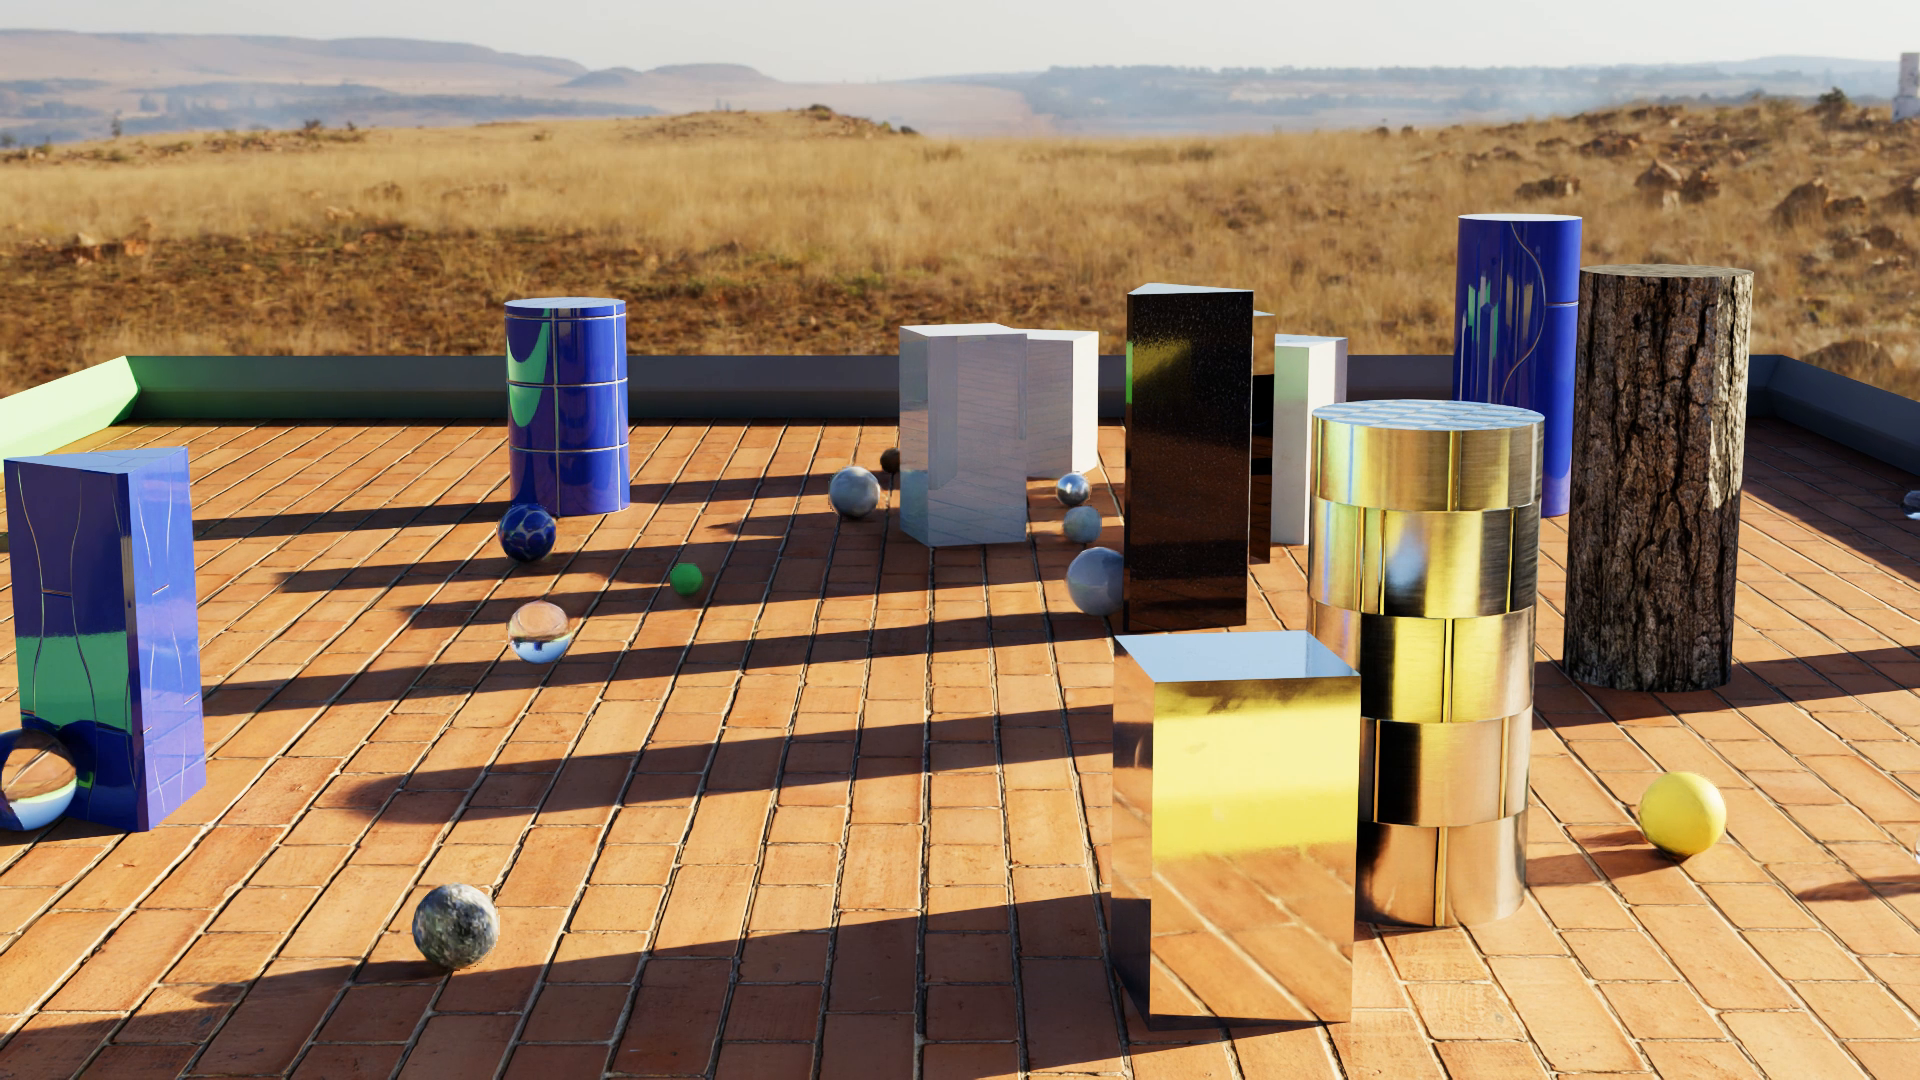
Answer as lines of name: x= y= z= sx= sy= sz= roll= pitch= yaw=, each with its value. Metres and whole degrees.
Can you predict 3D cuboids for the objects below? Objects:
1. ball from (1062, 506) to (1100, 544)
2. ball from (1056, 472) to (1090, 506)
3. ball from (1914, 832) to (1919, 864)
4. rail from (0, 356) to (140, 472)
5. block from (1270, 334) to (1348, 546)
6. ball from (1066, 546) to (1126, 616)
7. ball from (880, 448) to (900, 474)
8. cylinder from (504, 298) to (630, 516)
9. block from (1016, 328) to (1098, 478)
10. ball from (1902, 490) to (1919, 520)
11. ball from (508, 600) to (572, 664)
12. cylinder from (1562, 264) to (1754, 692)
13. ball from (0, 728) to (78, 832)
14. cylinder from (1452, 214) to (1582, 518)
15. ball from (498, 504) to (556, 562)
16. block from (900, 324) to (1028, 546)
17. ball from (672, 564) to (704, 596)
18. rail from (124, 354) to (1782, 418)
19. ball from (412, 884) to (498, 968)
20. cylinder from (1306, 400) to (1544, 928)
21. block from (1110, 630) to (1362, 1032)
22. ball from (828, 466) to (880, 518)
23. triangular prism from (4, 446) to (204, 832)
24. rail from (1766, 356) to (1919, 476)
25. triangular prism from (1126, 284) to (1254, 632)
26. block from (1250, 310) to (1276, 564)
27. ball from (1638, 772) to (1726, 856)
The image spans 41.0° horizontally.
ball: x=0.187 y=-0.024 z=3.958 sx=0.058 sy=0.058 sz=0.058 roll=0 pitch=10 yaw=0
ball: x=0.189 y=-0.085 z=4.291 sx=0.056 sy=0.056 sz=0.056 roll=0 pitch=10 yaw=0
ball: x=0.893 y=0.280 z=2.322 sx=0.055 sy=0.055 sz=0.055 roll=0 pitch=10 yaw=0
rail: x=-1.708 y=0.035 z=3.439 sx=0.045 sy=0.129 sz=3.903 roll=0 pitch=10 yaw=0
block: x=0.500 y=-0.162 z=4.022 sx=0.158 sy=0.305 sz=0.158 roll=6 pitch=12 yaw=29
ball: x=0.187 y=0.055 z=3.435 sx=0.092 sy=0.092 sz=0.092 roll=0 pitch=10 yaw=0
ball: x=-0.120 y=-0.143 z=4.631 sx=0.047 sy=0.047 sz=0.047 roll=0 pitch=10 yaw=0
cylinder: x=-0.651 y=-0.223 z=4.256 sx=0.198 sy=0.341 sz=0.198 roll=0 pitch=10 yaw=0
block: x=0.151 y=-0.249 z=4.650 sx=0.158 sy=0.248 sz=0.158 roll=4 pitch=11 yaw=19
ball: x=1.553 y=-0.056 z=4.159 sx=0.048 sy=0.048 sz=0.048 roll=0 pitch=10 yaw=0
ball: x=-0.517 y=0.114 z=3.159 sx=0.078 sy=0.078 sz=0.078 roll=0 pitch=10 yaw=0
cylinder: x=0.832 y=-0.078 z=3.070 sx=0.198 sy=0.488 sz=0.198 roll=0 pitch=10 yaw=0
ball: x=-0.902 y=0.230 z=2.469 sx=0.099 sy=0.099 sz=0.099 roll=0 pitch=10 yaw=0
cylinder: x=0.912 y=-0.288 z=4.220 sx=0.198 sy=0.482 sz=0.198 roll=0 pitch=10 yaw=0
ball: x=-0.642 y=-0.010 z=3.806 sx=0.086 sy=0.086 sz=0.086 roll=0 pitch=10 yaw=0
block: x=0.004 y=-0.166 z=3.998 sx=0.158 sy=0.323 sz=0.158 roll=-3 pitch=11 yaw=-17
ball: x=-0.379 y=0.056 z=3.563 sx=0.044 sy=0.044 sz=0.044 roll=0 pitch=10 yaw=0
rail: x=-0.011 y=-0.318 z=5.344 sx=3.463 sy=0.129 sz=0.045 roll=0 pitch=10 yaw=0
ball: x=-0.413 y=0.315 z=2.096 sx=0.069 sy=0.069 sz=0.069 roll=0 pitch=10 yaw=0
cylinder: x=0.403 y=0.103 z=2.252 sx=0.198 sy=0.429 sz=0.198 roll=0 pitch=10 yaw=0
block: x=0.213 y=0.224 z=2.021 sx=0.158 sy=0.274 sz=0.158 roll=-1 pitch=11 yaw=-7
ball: x=-0.171 y=-0.077 z=4.174 sx=0.084 sy=0.084 sz=0.084 roll=0 pitch=10 yaw=0
triangular prism: x=-0.817 y=0.090 z=2.543 sx=0.172 sy=0.350 sz=0.149 roll=7 pitch=12 yaw=32
rail: x=1.708 y=0.031 z=3.458 sx=0.045 sy=0.129 sz=3.903 roll=0 pitch=10 yaw=0
triangular prism: x=0.276 y=-0.113 z=3.389 sx=0.172 sy=0.440 sz=0.149 roll=-3 pitch=11 yaw=-16
block: x=0.359 y=-0.155 z=3.814 sx=0.158 sy=0.368 sz=0.158 roll=-3 pitch=11 yaw=-18
ball: x=0.673 y=0.255 z=2.392 sx=0.078 sy=0.078 sz=0.078 roll=0 pitch=10 yaw=0
